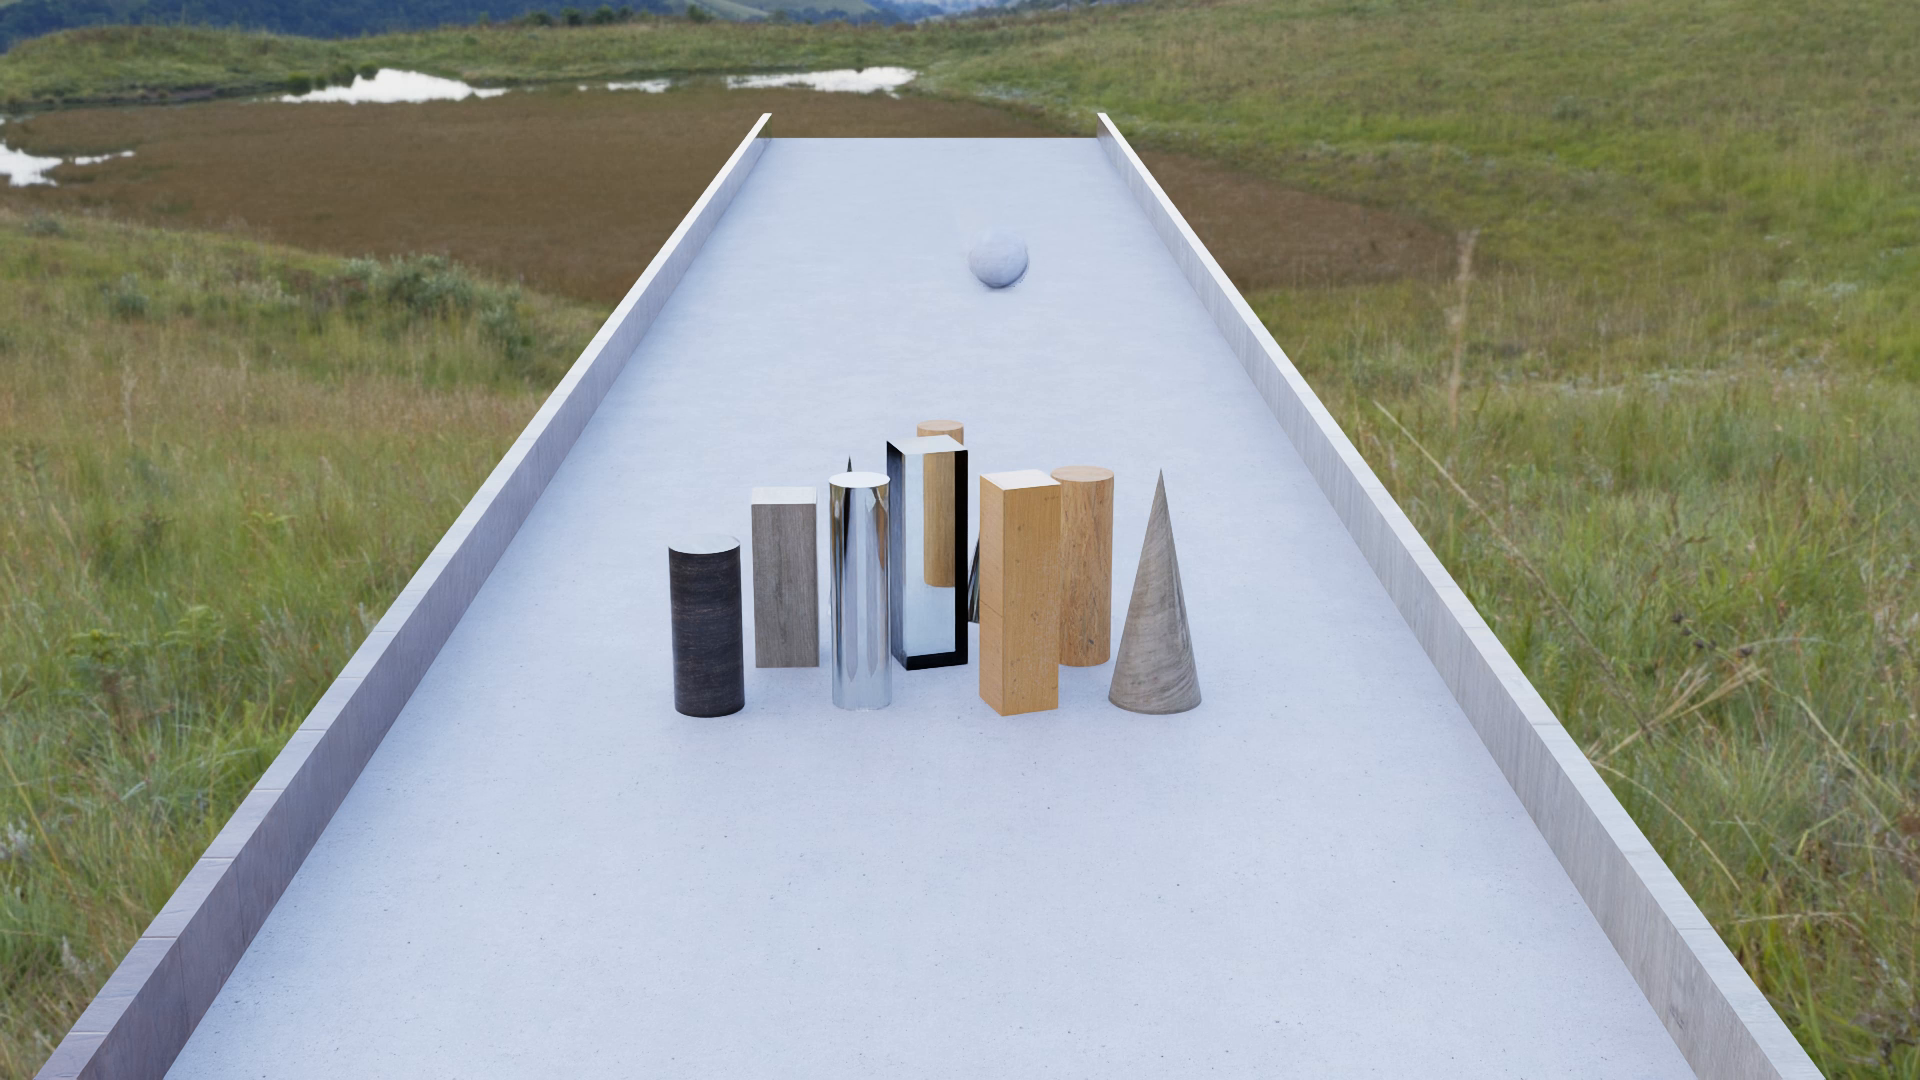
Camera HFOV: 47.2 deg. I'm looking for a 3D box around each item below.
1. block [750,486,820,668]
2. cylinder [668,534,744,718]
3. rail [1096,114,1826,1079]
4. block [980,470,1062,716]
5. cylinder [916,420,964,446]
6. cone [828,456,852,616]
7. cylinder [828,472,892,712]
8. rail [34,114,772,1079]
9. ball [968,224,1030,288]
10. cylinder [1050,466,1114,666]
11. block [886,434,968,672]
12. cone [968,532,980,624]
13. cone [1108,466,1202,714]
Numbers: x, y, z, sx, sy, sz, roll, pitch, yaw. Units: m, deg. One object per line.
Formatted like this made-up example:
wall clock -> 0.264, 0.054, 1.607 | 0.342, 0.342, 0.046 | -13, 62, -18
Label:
block -> -0.346, 0.074, 4.386 | 0.126, 0.338, 0.126 | -1, 17, -2
cylinder -> -0.475, 0.160, 4.127 | 0.133, 0.321, 0.133 | 0, 17, 0
rail -> 0.932, -0.844, 7.801 | 0.050, 0.150, 12.000 | 0, 17, -1
block -> 0.111, 0.099, 4.124 | 0.115, 0.440, 0.115 | -6, 18, -20
cylinder -> -0.044, -0.088, 4.914 | 0.103, 0.347, 0.103 | 0, 17, 0
cone -> -0.232, -0.014, 4.661 | 0.106, 0.350, 0.106 | 0, 17, 0
cylinder -> -0.186, 0.098, 4.132 | 0.113, 0.437, 0.113 | 0, 17, 0
rail -> -1.118, -0.838, 7.780 | 0.050, 0.150, 12.000 | 0, 17, -1
ball -> 0.148, -1.097, 8.496 | 0.239, 0.239, 0.239 | 0, 17, 0
cylinder -> 0.241, 0.052, 4.383 | 0.125, 0.382, 0.125 | 0, 17, 0
block -> -0.065, 0.025, 4.368 | 0.128, 0.442, 0.128 | -5, 17, -18
cone -> 0.073, 0.011, 4.659 | 0.160, 0.303, 0.160 | 0, 17, 0
cone -> 0.373, 0.083, 4.144 | 0.179, 0.459, 0.179 | 0, 17, 0
